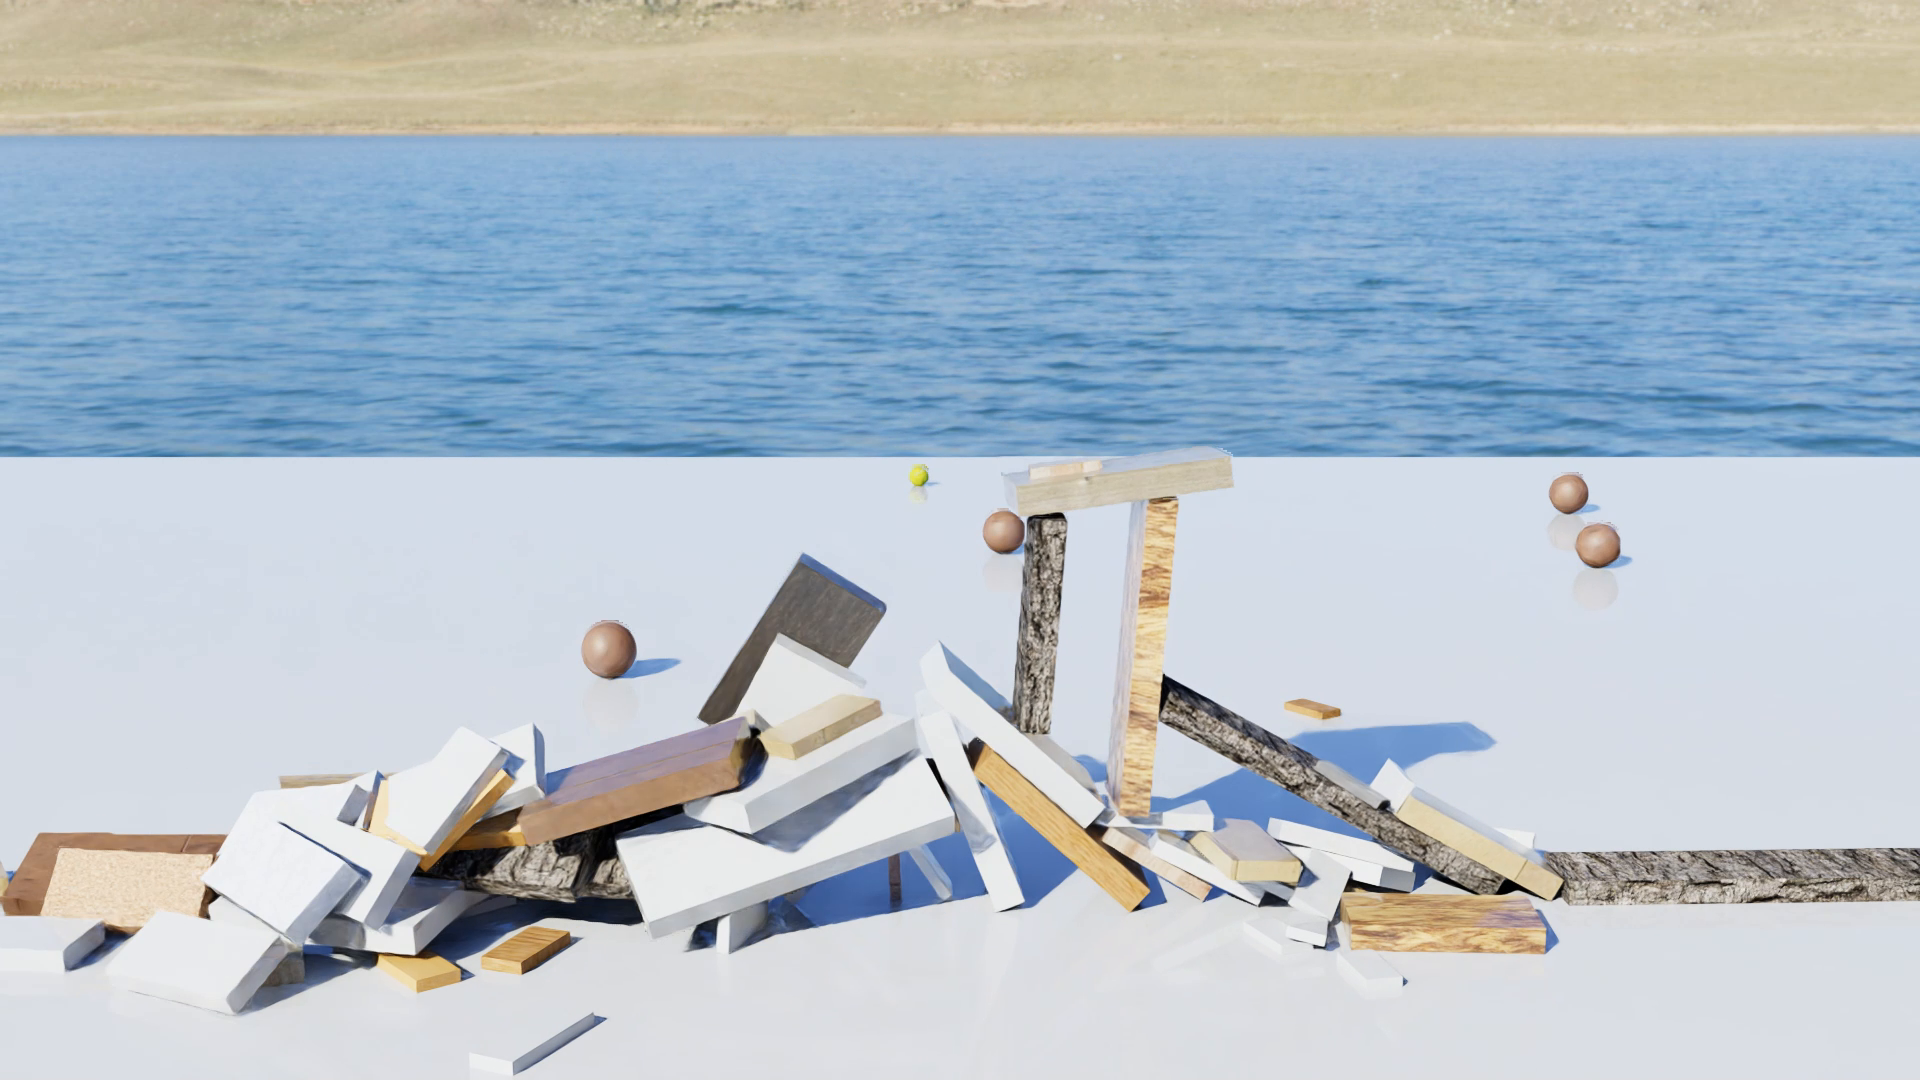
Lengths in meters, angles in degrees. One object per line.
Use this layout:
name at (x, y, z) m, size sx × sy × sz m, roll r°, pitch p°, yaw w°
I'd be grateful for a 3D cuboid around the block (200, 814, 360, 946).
block at (-1.030, 0.511, 3.328) m, size 0.265 × 0.037 × 0.132 m, roll 15°, pitch 58°, yaw 44°

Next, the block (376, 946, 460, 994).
block at (-0.818, 0.645, 3.318) m, size 0.071 × 0.020 × 0.141 m, roll -8°, pitch 13°, yaw -38°

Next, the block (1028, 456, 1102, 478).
block at (0.169, -0.118, 3.555) m, size 0.115 × 0.016 × 0.058 m, roll -7°, pitch 9°, yaw 0°

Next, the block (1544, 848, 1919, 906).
block at (1.389, 0.564, 3.695) m, size 0.784 × 0.042 × 0.149 m, roll 0°, pitch 11°, yaw -2°

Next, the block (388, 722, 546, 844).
block at (-0.775, 0.387, 3.456) m, size 0.253 × 0.036 × 0.126 m, roll -21°, pitch 45°, yaw 7°

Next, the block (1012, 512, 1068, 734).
block at (0.129, 0.125, 3.580) m, size 0.049 × 0.347 × 0.173 m, roll 4°, pitch 10°, yaw -3°

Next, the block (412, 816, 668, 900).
block at (-0.719, 0.498, 3.529) m, size 0.584 × 0.038 × 0.134 m, roll 1°, pitch 46°, yaw 12°

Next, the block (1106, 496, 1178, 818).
block at (0.298, 0.179, 3.622) m, size 0.049 × 0.522 × 0.173 m, roll 4°, pitch 8°, yaw -4°

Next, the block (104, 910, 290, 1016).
block at (-1.126, 0.620, 3.241) m, size 0.250 × 0.035 × 0.125 m, roll 4°, pitch 40°, yaw 29°

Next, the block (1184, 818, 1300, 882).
block at (0.460, 0.506, 3.600) m, size 0.116 × 0.033 × 0.231 m, roll 3°, pitch 9°, yaw -13°

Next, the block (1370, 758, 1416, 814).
block at (0.719, 0.410, 3.664) m, size 0.017 × 0.061 × 0.122 m, roll 32°, pitch 7°, yaw -9°

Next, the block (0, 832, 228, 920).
block at (-1.366, 0.551, 3.589) m, size 0.328 × 0.047 × 0.164 m, roll 1°, pitch 32°, yaw 1°

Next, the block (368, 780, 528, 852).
block at (-0.806, 0.434, 3.501) m, size 0.253 × 0.036 × 0.126 m, roll -6°, pitch 45°, yaw 6°

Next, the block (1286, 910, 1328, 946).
block at (0.544, 0.608, 3.450) m, size 0.061 × 0.017 × 0.122 m, roll 13°, pitch 5°, yaw 10°

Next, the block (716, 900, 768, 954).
block at (-0.341, 0.591, 3.456) m, size 0.020 × 0.072 × 0.143 m, roll 8°, pitch 13°, yaw 19°

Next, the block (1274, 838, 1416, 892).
block at (0.614, 0.543, 3.729) m, size 0.293 × 0.033 × 0.116 m, roll 9°, pitch -6°, yaw 41°

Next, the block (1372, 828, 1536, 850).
block at (0.867, 0.525, 3.866) m, size 0.277 × 0.058 × 0.016 m, roll 6°, pitch -25°, yaw 27°

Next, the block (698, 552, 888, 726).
block at (-0.283, 0.204, 3.697) m, size 0.167 × 0.335 × 0.047 m, roll 32°, pitch 16°, yaw -6°

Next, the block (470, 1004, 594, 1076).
block at (-0.594, 0.693, 3.058) m, size 0.072 × 0.020 × 0.190 m, roll 5°, pitch 12°, yaw 25°

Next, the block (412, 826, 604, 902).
block at (-0.714, 0.494, 3.477) m, size 0.268 × 0.038 × 0.134 m, roll 4°, pitch 47°, yaw 14°

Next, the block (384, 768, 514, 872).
block at (-0.788, 0.412, 3.394) m, size 0.189 × 0.027 × 0.095 m, roll -46°, pitch 53°, yaw -13°

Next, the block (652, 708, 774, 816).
block at (-0.420, 0.368, 3.597) m, size 0.265 × 0.132 × 0.037 m, roll -22°, pitch 50°, yaw 14°

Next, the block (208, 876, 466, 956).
block at (-0.964, 0.570, 3.413) m, size 0.346 × 0.047 × 0.164 m, roll 3°, pitch 17°, yaw 14°

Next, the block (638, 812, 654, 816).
block at (-0.570, 0.433, 3.579) m, size 0.148 × 0.021 × 0.074 m, roll 23°, pitch -24°, yaw 3°

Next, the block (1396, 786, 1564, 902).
block at (0.852, 0.495, 3.680) m, size 0.297 × 0.042 × 0.149 m, roll 29°, pitch 7°, yaw -8°

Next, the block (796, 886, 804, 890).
block at (-0.333, 0.517, 3.599) m, size 0.248 × 0.034 × 0.121 m, roll -11°, pitch 44°, yaw 40°

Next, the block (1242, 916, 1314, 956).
block at (0.499, 0.622, 3.454) m, size 0.058 × 0.016 × 0.115 m, roll -5°, pitch 11°, yaw -23°

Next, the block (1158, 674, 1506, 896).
block at (0.606, 0.408, 3.670) m, size 0.642 × 0.047 × 0.167 m, roll 29°, pitch 7°, yaw -8°

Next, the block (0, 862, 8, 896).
block at (-1.901, 0.598, 3.542) m, size 0.672 × 0.031 × 0.109 m, roll -6°, pitch 12°, yaw -29°

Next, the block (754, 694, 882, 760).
block at (-0.226, 0.297, 3.514) m, size 0.189 × 0.027 × 0.095 m, roll -25°, pitch 20°, yaw -40°

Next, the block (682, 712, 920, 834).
block at (-0.251, 0.356, 3.466) m, size 0.346 × 0.049 × 0.173 m, roll -24°, pitch 20°, yaw -38°

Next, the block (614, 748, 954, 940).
block at (-0.273, 0.462, 3.448) m, size 0.502 × 0.049 × 0.173 m, roll -18°, pitch 49°, yaw -16°

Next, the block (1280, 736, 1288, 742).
block at (0.615, 0.415, 4.568) m, size 0.115 × 0.016 × 0.058 m, roll 8°, pitch 13°, yaw 39°

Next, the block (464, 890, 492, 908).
block at (-0.867, 0.577, 3.520) m, size 0.124 × 0.035 × 0.248 m, roll 11°, pitch 24°, yaw 35°

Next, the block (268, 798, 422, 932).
block at (-0.973, 0.497, 3.381) m, size 0.323 × 0.125 × 0.035 m, roll 12°, pitch -26°, yaw 37°
